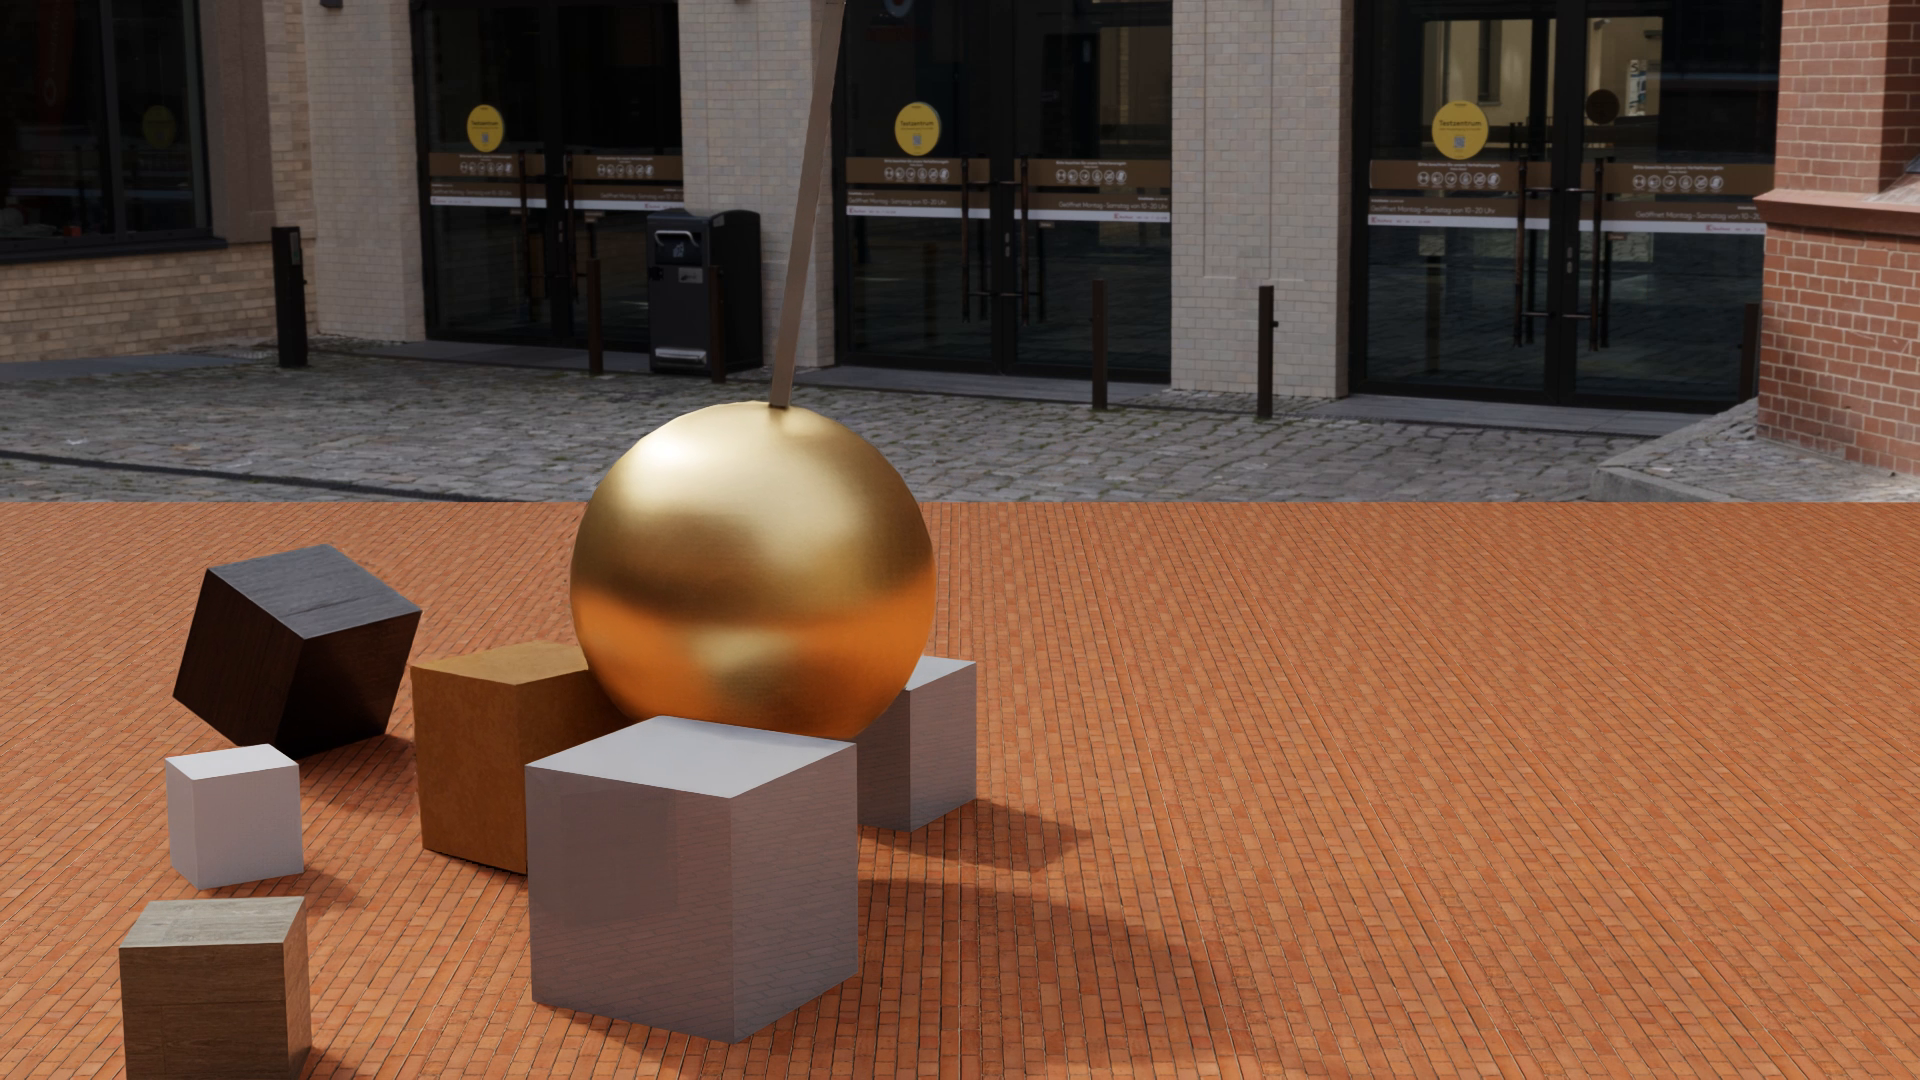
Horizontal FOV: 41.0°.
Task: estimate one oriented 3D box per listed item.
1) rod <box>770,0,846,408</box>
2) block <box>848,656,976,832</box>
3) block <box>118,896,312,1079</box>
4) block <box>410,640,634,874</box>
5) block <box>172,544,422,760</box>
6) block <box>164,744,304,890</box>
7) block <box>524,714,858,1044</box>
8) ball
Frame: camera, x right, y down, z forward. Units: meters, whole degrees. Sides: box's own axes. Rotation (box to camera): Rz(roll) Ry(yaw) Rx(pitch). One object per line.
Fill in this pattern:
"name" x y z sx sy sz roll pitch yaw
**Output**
"rod" -0.391 -3.113 10.614 0.080 5.200 0.080 9 10 -2
"block" -0.360 0.955 12.402 0.646 0.684 0.667 5 12 28
"block" -2.620 1.620 9.068 0.549 0.569 0.507 -1 10 -6
"block" -1.956 0.973 11.743 0.757 0.852 0.737 6 12 41
"block" -3.477 0.594 13.479 0.738 0.779 0.844 31 24 24
"block" -3.233 1.227 11.429 0.470 0.497 0.427 -7 12 -32
"block" -1.022 1.280 9.913 0.932 0.935 0.879 6 12 28
"ball" -0.901 0.194 11.216 1.600 1.600 1.600 0 10 0
